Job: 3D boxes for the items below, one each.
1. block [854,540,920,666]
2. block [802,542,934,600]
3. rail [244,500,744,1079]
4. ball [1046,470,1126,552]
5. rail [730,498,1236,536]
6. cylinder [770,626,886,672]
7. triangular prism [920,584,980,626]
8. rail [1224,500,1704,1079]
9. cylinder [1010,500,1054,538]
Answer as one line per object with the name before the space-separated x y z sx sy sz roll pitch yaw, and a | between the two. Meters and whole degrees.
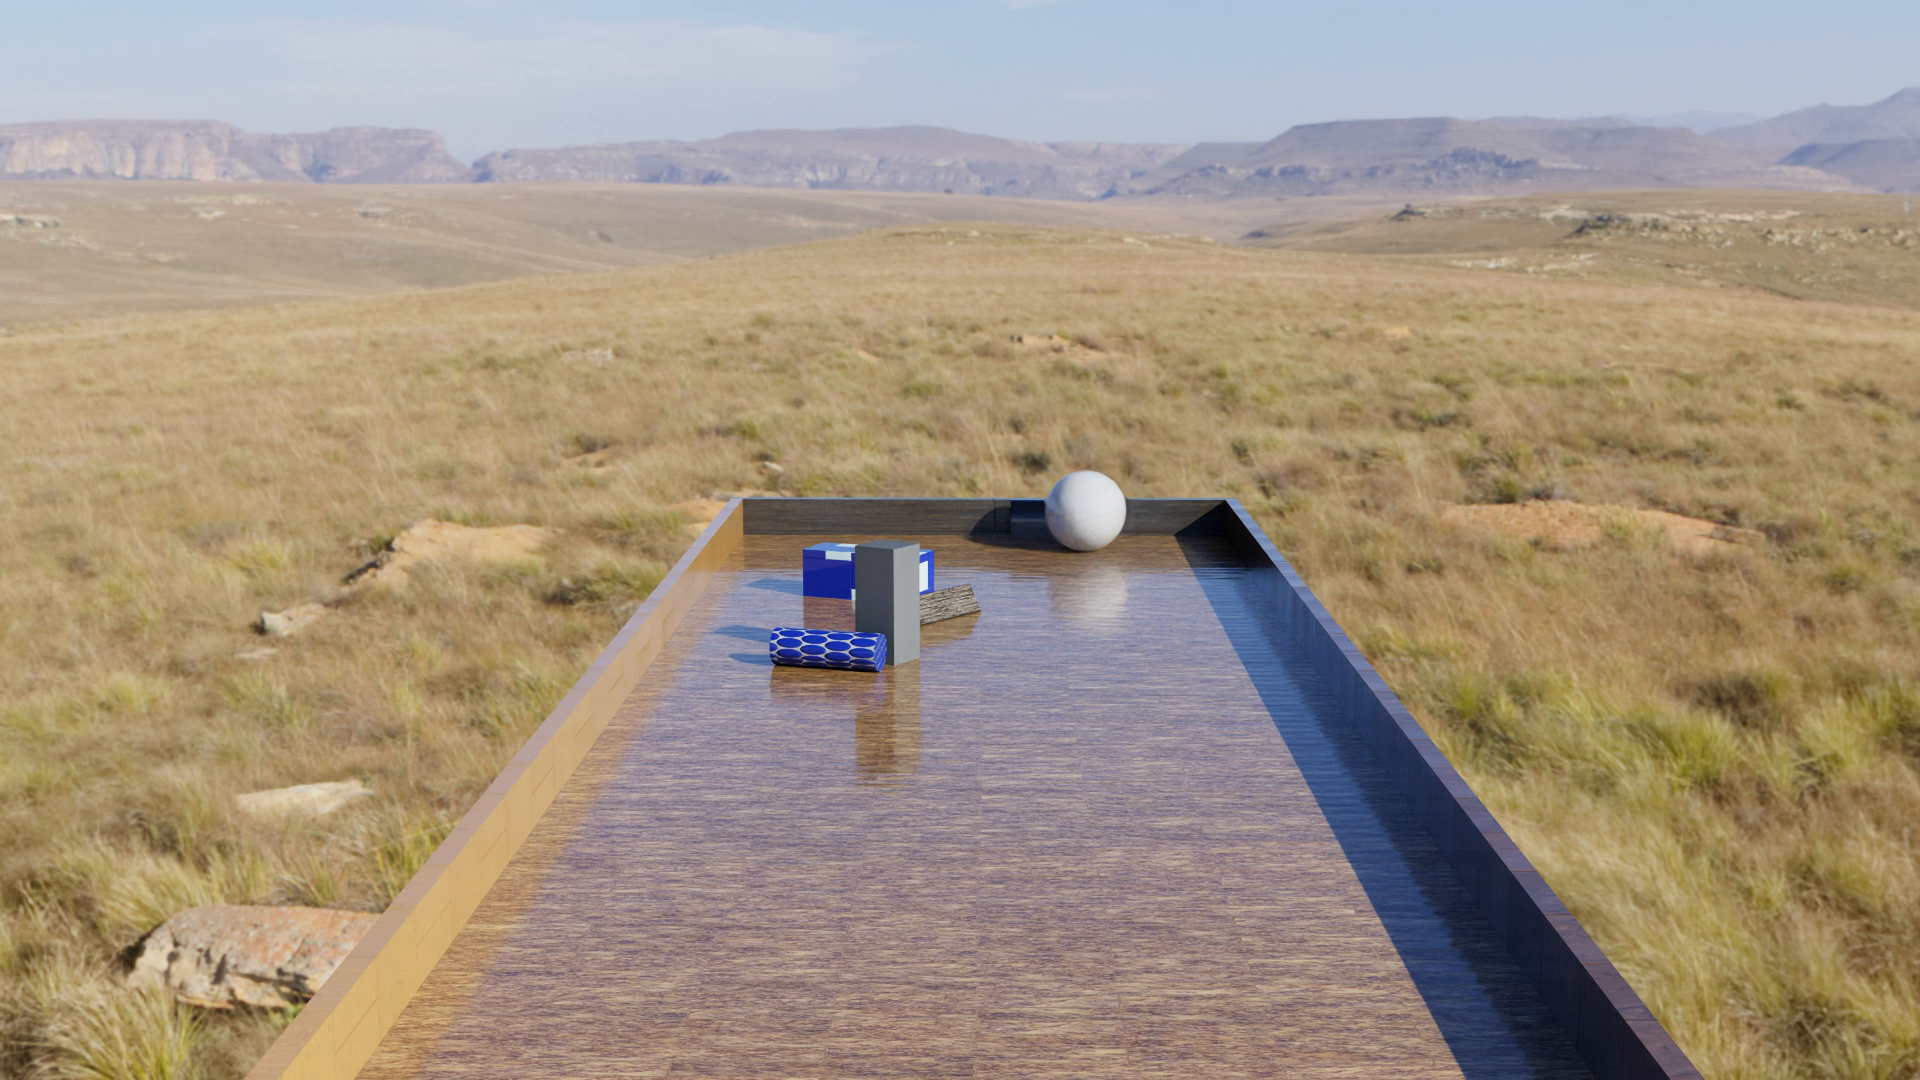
block | -0.220 0.188 6.687 0.141 0.355 0.141 6 11 32
block | -0.322 0.116 7.744 0.432 0.167 0.167 4 10 23
rail | -1.004 0.839 3.234 0.050 0.150 12.000 0 9 1
ball | 0.499 -0.116 8.715 0.321 0.321 0.321 0 9 0
rail | 0.099 -0.098 9.147 2.100 0.150 0.050 0 9 1
cylinder | -0.395 0.327 6.588 0.333 0.113 0.113 3 9 18
triangular prism | -0.073 0.213 7.369 0.102 0.089 0.337 7 12 37
rail | 1.046 0.843 3.208 0.050 0.150 12.000 0 9 1
cylinder | 0.374 -0.086 9.037 0.329 0.161 0.161 0 9 1
